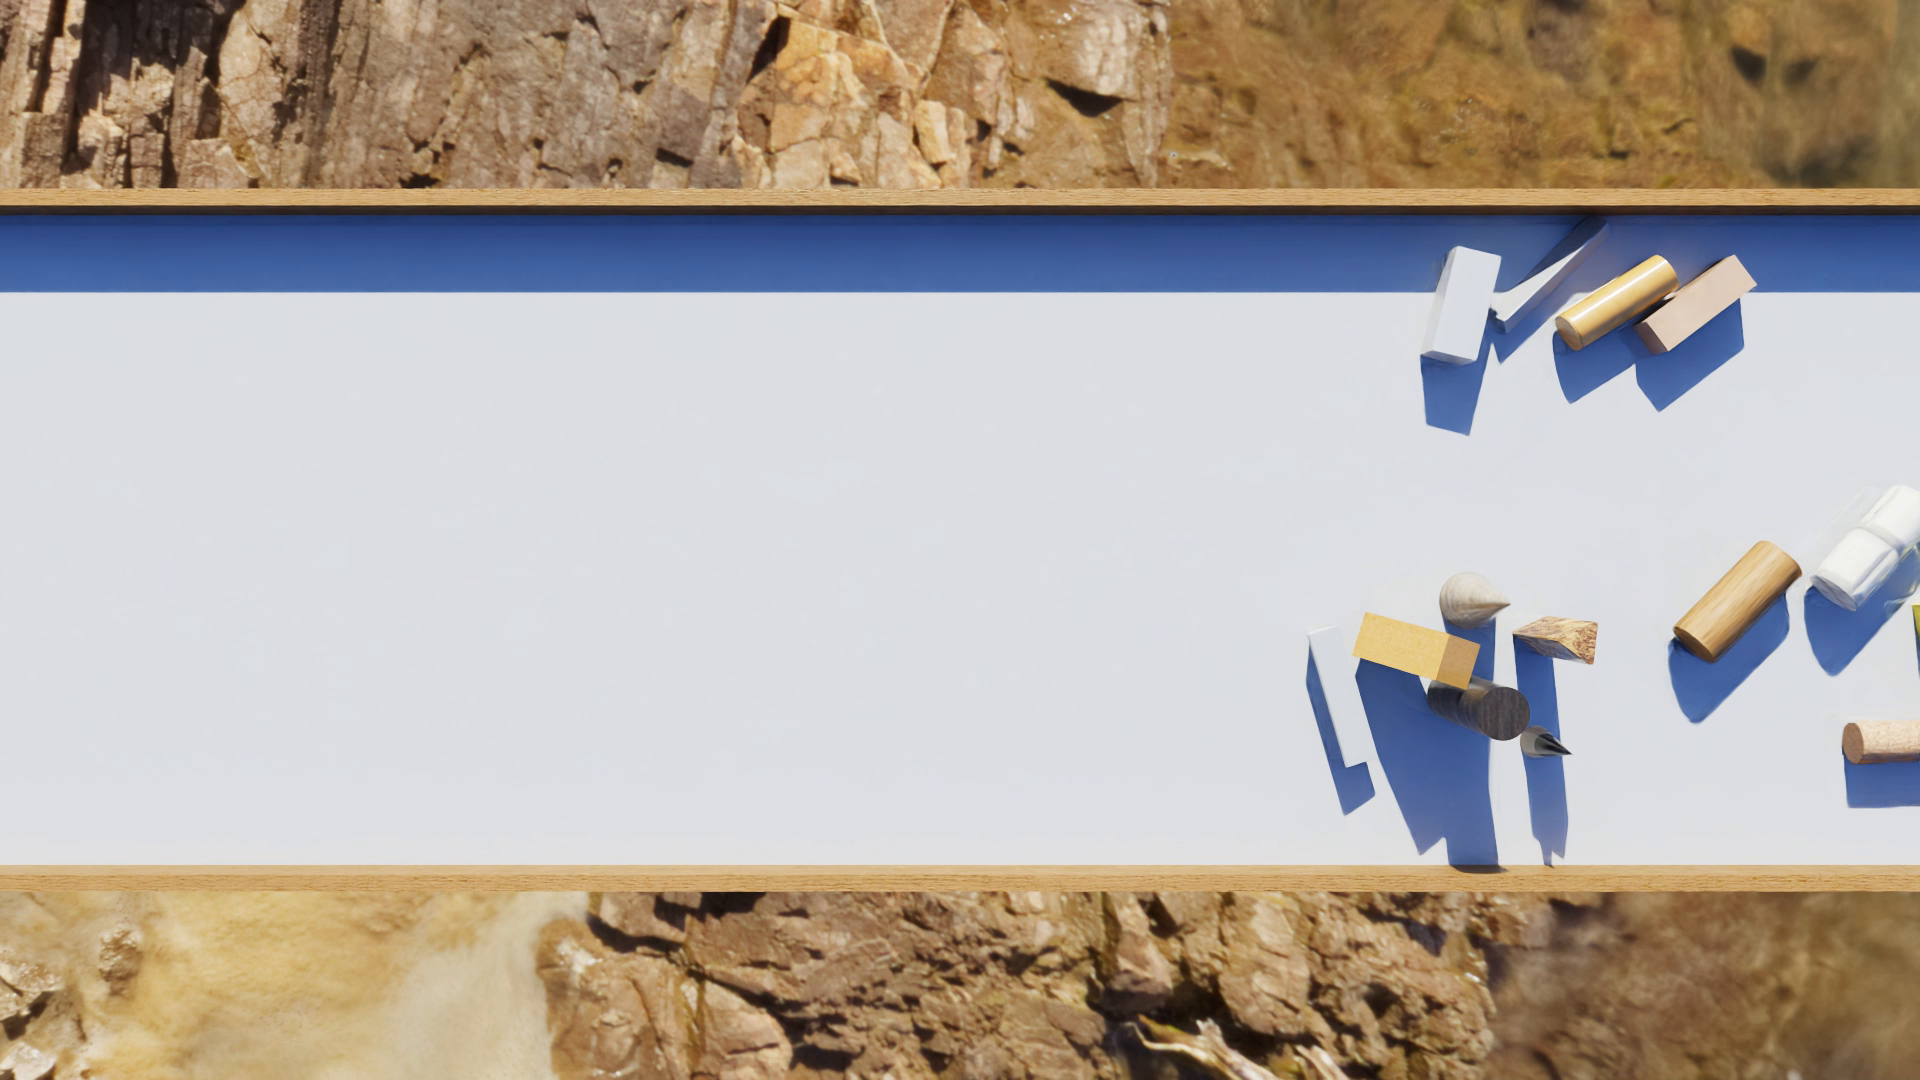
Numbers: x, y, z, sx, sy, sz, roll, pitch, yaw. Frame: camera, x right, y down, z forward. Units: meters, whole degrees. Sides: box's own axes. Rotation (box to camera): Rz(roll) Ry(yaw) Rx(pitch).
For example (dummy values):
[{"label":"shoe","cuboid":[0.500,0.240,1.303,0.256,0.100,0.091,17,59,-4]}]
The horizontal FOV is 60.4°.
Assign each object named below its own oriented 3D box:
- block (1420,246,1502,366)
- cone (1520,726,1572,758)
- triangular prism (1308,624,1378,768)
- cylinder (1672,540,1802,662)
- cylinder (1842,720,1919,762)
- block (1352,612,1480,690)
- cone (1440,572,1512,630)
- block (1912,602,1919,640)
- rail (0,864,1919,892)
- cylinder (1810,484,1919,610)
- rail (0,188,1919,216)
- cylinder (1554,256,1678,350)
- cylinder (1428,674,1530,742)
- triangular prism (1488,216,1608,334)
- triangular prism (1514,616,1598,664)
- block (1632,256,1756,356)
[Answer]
[{"label":"block","cuboid":[1.519,-0.709,5.008,0.136,0.136,0.321,14,90,0]},{"label":"cone","cuboid":[1.773,0.621,4.923,0.101,0.308,0.101,0,90,0]},{"label":"triangular prism","cuboid":[1.141,0.477,5.005,0.093,0.108,0.417,-16,90,-42]},{"label":"cylinder","cuboid":[2.354,0.186,4.999,0.371,0.155,0.155,-45,90,0]},{"label":"cylinder","cuboid":[2.905,0.608,5.015,0.380,0.124,0.124,-2,90,0]},{"label":"block","cuboid":[1.351,0.327,4.897,0.138,0.337,0.138,17,90,-32]},{"label":"cone","cuboid":[1.563,0.184,4.871,0.179,0.408,0.179,0,89,0]},{"label":"block","cuboid":[3.122,0.238,4.998,0.361,0.156,0.156,-11,90,0]},{"label":"rail","cuboid":[-2.247,1.025,5.001,12.000,0.150,0.050,0,90,0]},{"label":"cylinder","cuboid":[2.769,0.022,4.997,0.160,0.160,0.372,42,90,0]},{"label":"rail","cuboid":[-2.247,-1.025,5.002,12.000,0.150,0.050,0,90,0]},{"label":"cylinder","cuboid":[1.995,-0.721,5.015,0.347,0.124,0.124,-32,90,0]},{"label":"cylinder","cuboid":[1.525,0.483,4.869,0.155,0.404,0.155,0,92,-4]},{"label":"triangular prism","cuboid":[1.807,-0.814,5.036,0.438,0.077,0.089,-43,90,0]},{"label":"triangular prism","cuboid":[1.779,0.277,4.881,0.121,0.391,0.105,36,90,0]},{"label":"block","cuboid":[2.232,-0.714,5.020,0.332,0.112,0.112,-37,90,0]}]
